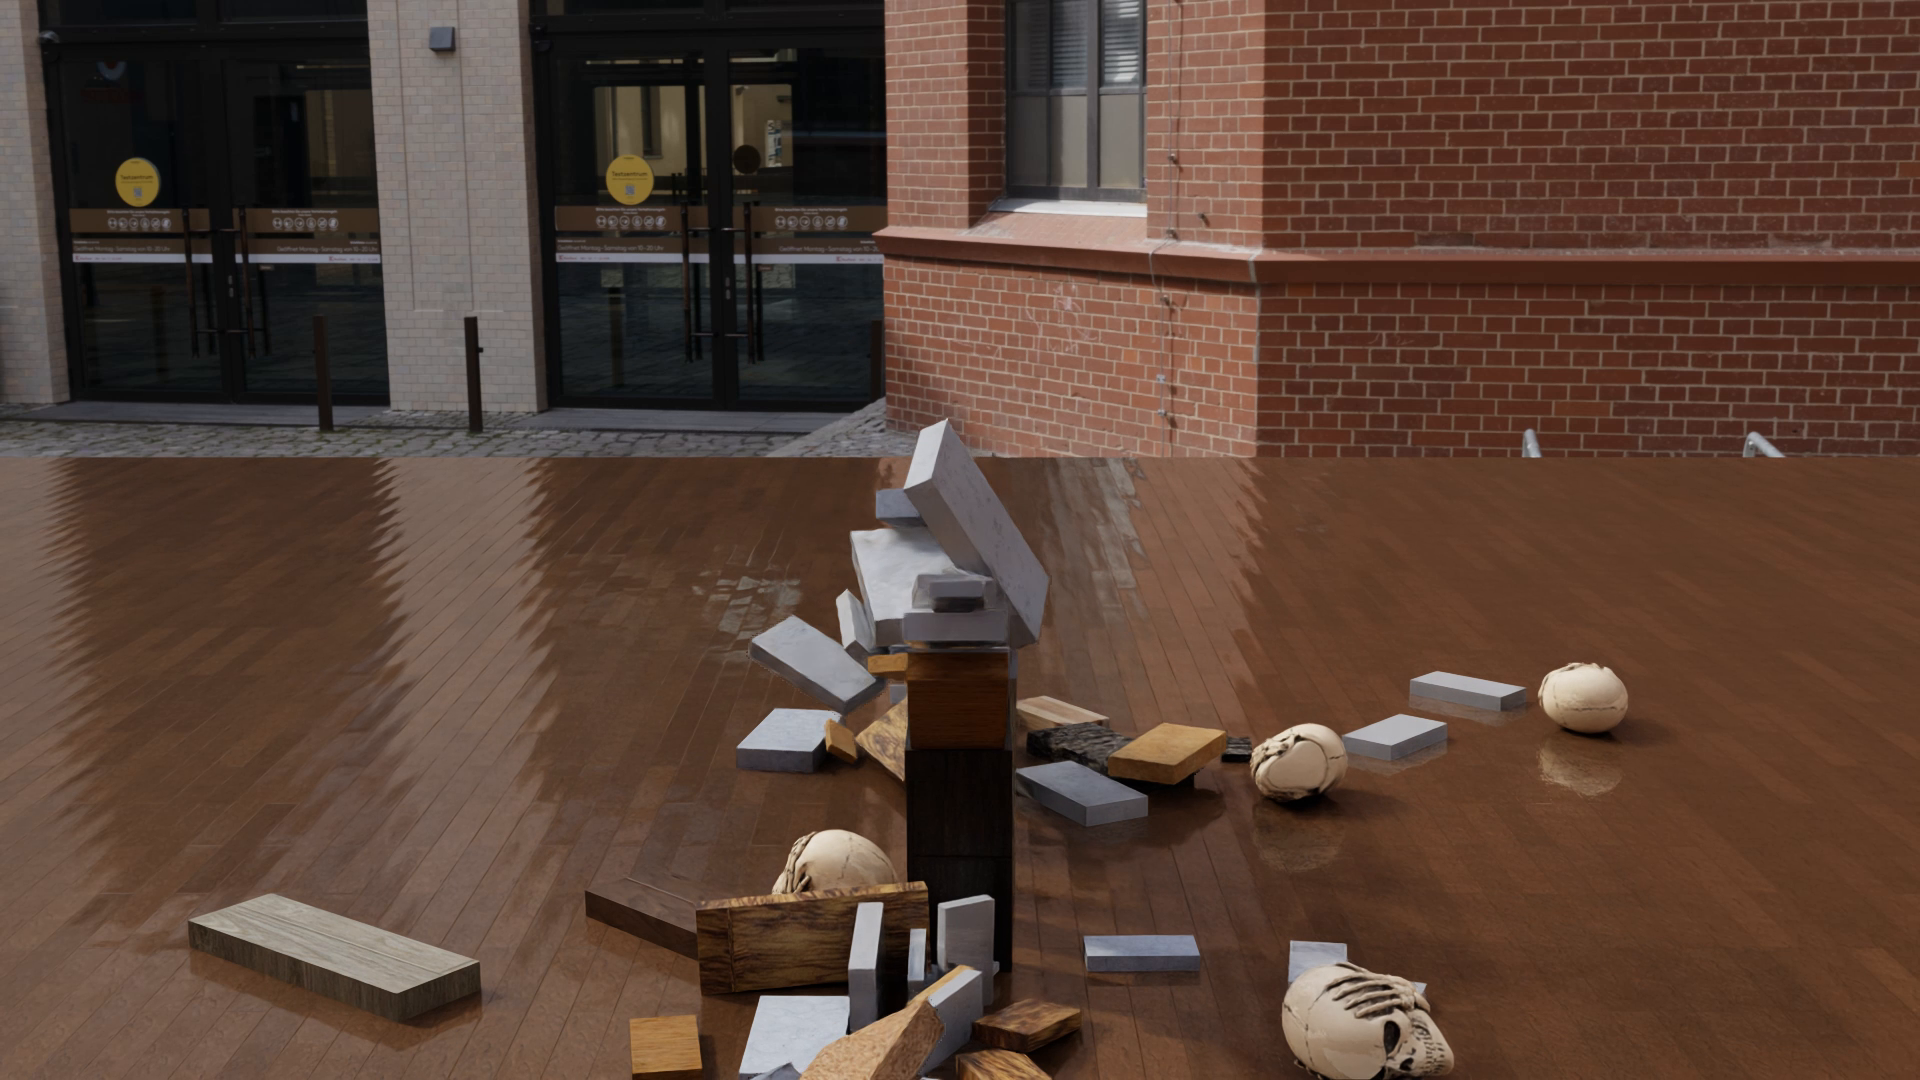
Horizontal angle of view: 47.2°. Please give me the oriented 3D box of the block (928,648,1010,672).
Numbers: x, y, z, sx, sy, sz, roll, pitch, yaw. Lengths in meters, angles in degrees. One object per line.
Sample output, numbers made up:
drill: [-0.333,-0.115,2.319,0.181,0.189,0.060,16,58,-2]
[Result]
block: [0.006,0.203,3.352,0.117,0.033,0.278,1,-12,-3]

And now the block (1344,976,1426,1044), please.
block: [0.612,0.673,3.157,0.085,0.024,0.171,4,11,21]

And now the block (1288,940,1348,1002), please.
block: [0.537,0.646,3.302,0.085,0.024,0.171,2,11,9]

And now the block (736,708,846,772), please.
block: [-0.343,0.410,4.519,0.155,0.044,0.310,2,11,9]

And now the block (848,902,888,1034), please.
block: [-0.130,0.623,3.127,0.037,0.131,0.263,-2,10,1]

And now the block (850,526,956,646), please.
block: [-0.083,0.075,3.855,0.178,0.050,0.356,-4,26,-8]

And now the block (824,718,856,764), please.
block: [-0.242,0.408,4.462,0.062,0.017,0.123,31,14,-15]

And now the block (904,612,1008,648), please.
block: [-0.003,0.128,3.095,0.138,0.039,0.275,-1,-5,2]

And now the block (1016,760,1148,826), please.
block: [0.224,0.478,4.166,0.135,0.038,0.271,-6,12,-28]

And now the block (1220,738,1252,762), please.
block: [0.564,0.428,4.491,0.062,0.017,0.123,1,11,6]

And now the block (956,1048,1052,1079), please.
block: [0.068,0.719,2.908,0.087,0.025,0.175,-4,11,-23]

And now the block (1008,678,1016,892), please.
block: [0.005,0.409,3.681,0.177,0.355,0.050,1,-10,0]

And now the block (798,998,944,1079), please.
block: [-0.133,0.633,2.519,0.154,0.044,0.309,-29,2,19]

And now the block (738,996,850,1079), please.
block: [-0.222,0.693,3.013,0.131,0.037,0.263,0,11,1]

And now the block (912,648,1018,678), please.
block: [0.006,0.178,3.845,0.177,0.050,0.355,0,9,-1]

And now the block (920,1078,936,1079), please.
block: [-0.037,0.734,2.810,0.071,0.020,0.142,3,15,16]

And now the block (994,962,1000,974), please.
block: [0.021,0.645,3.266,0.046,0.013,0.092,4,11,22]

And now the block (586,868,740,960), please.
block: [-0.442,0.597,3.510,0.309,0.044,0.154,10,14,43]

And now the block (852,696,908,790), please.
block: [-0.092,0.402,4.347,0.155,0.044,0.310,-37,20,-11]

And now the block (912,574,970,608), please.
block: [-0.028,0.072,3.061,0.071,0.020,0.142,1,-13,-5]

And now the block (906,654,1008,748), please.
block: [-0.003,0.230,3.112,0.138,0.039,0.275,0,-25,0]

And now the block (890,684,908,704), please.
block: [-0.021,0.329,4.721,0.141,0.040,0.282,-2,-4,27]

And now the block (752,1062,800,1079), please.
block: [-0.276,0.696,2.723,0.092,0.026,0.184,-26,-8,-36]

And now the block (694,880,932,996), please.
block: [-0.217,0.591,3.268,0.343,0.131,0.037,-4,11,-9]

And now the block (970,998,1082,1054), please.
block: [0.094,0.675,3.063,0.087,0.025,0.175,7,3,27]

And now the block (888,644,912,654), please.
block: [-0.064,0.206,4.139,0.136,0.039,0.273,-3,2,-4]

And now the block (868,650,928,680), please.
block: [-0.040,0.196,3.463,0.190,0.027,0.095,-7,-13,29]

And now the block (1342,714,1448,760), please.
block: [0.902,0.408,4.559,0.114,0.032,0.229,9,14,41]

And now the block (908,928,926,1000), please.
block: [-0.062,0.634,3.170,0.023,0.081,0.162,0,16,0]

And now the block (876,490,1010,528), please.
block: [-0.027,-0.048,4.080,0.178,0.050,0.355,-1,-6,12]

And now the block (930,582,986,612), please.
block: [-0.003,0.081,3.010,0.071,0.020,0.142,-1,-13,2]

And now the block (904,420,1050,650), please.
block: [0.032,-0.007,3.642,0.050,0.355,0.178,-21,29,23]

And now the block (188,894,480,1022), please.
block: [-0.956,0.629,3.340,0.498,0.044,0.154,8,13,36]

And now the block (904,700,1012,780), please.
block: [-0.001,0.301,3.377,0.158,0.045,0.315,0,11,0]

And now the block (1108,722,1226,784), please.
block: [0.405,0.414,4.273,0.135,0.038,0.271,5,12,27]

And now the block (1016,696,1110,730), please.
block: [0.205,0.381,4.707,0.114,0.032,0.229,-7,13,-34]

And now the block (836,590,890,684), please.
block: [-0.164,0.165,3.766,0.027,0.095,0.193,-41,23,11]

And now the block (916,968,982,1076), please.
block: [-0.019,0.664,3.032,0.025,0.087,0.175,5,12,27]

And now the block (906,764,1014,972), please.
block: [0.000,0.494,3.321,0.157,0.315,0.045,1,11,3]

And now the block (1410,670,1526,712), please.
block: [1.140,0.338,4.935,0.229,0.032,0.114,10,14,42]

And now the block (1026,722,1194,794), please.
block: [0.296,0.435,4.385,0.155,0.044,0.359,-6,12,-30]

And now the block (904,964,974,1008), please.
block: [-0.027,0.660,3.070,0.023,0.081,0.162,5,12,27]

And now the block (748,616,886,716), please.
block: [-0.259,0.227,4.007,0.233,0.033,0.117,30,40,27]

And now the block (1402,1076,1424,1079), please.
block: [0.493,0.736,2.812,0.274,0.026,0.092,-4,11,-20]

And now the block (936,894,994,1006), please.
block: [0.008,0.599,3.178,0.081,0.162,0.023,-6,13,-29]

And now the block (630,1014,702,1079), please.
block: [-0.403,0.700,3.006,0.092,0.026,0.184,-2,11,-9]

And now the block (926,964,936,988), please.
block: [-0.039,0.656,3.279,0.046,0.013,0.092,0,11,2]

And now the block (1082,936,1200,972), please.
block: [0.277,0.633,3.371,0.171,0.024,0.086,0,11,-1]

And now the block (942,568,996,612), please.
block: [0.005,0.148,3.552,0.095,0.190,0.027,15,12,42]
